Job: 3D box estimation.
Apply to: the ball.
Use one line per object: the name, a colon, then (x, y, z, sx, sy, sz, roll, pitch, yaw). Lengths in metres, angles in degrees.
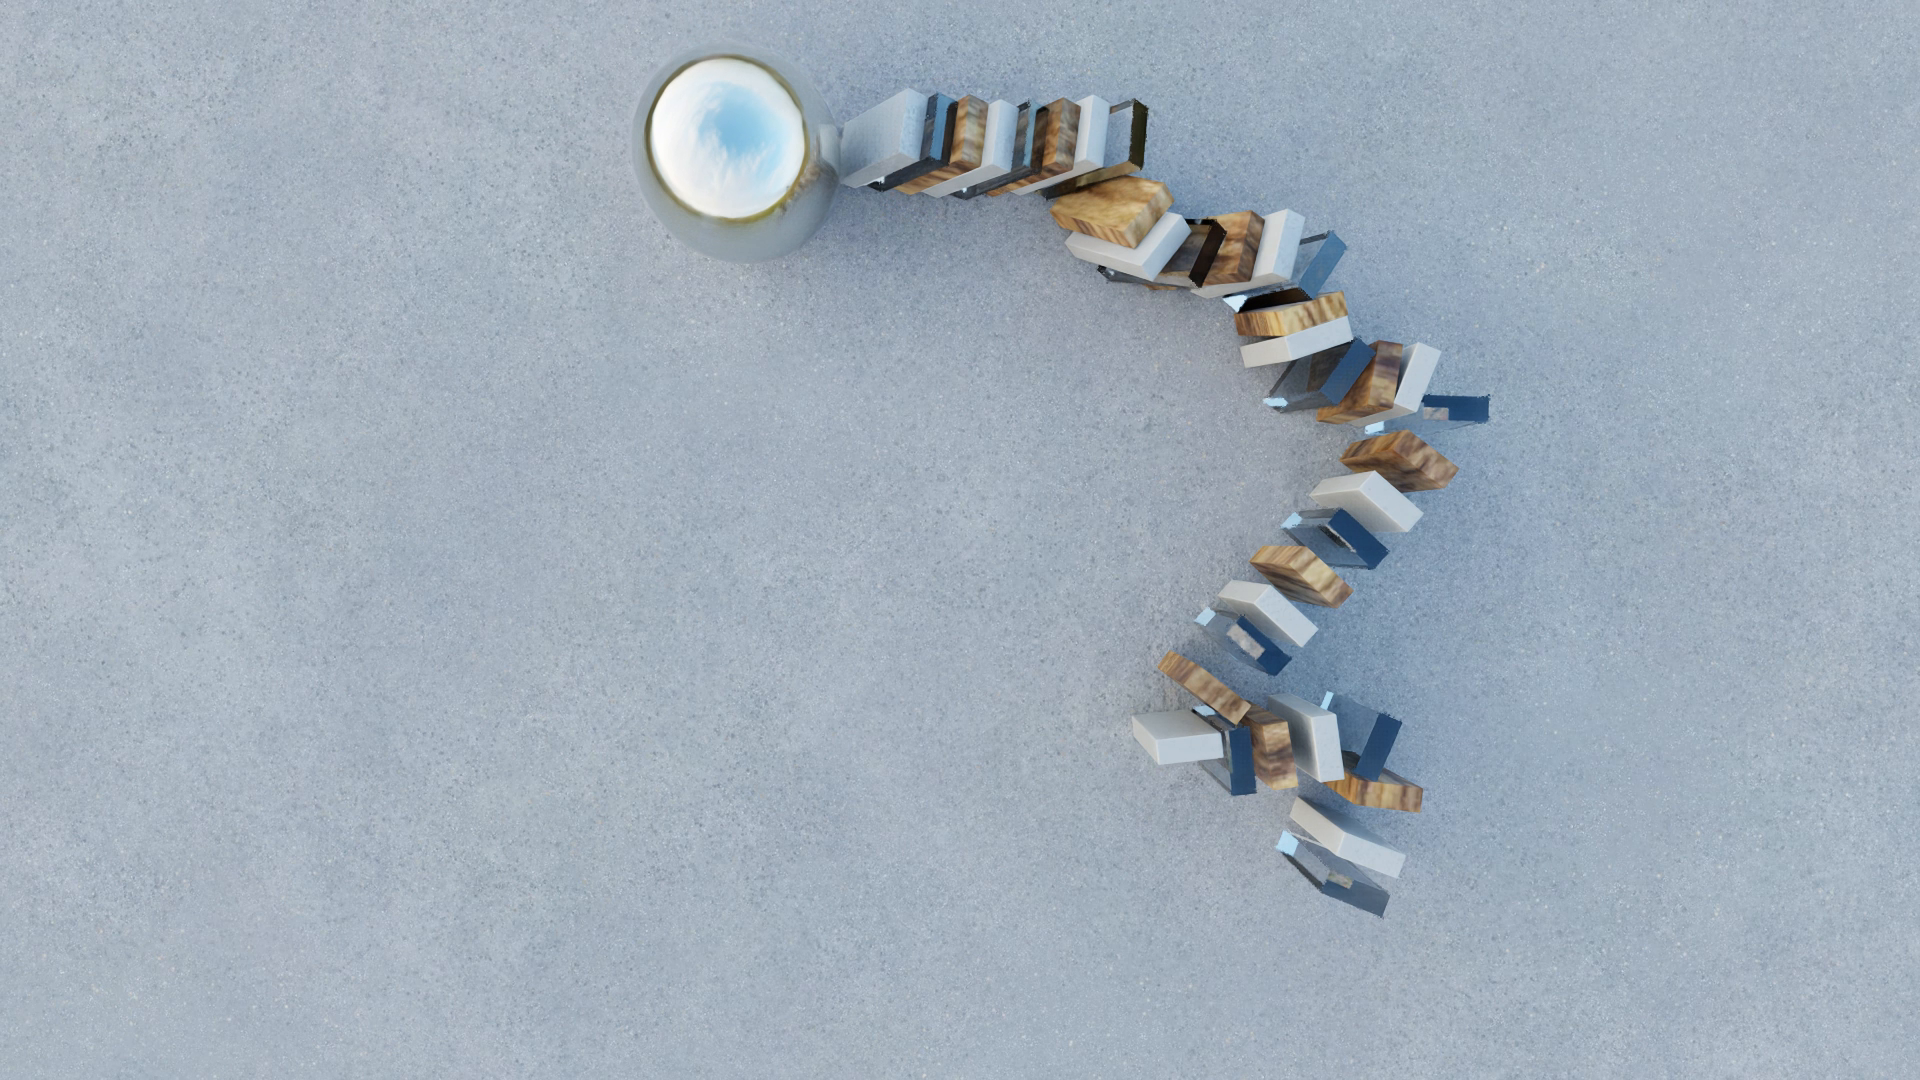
ball: (-0.087, -0.151, 0.360, 0.080, 0.080, 0.080, 0, 90, 0)

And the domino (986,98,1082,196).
domino: (0.027, -0.160, 0.377, 0.009, 0.050, 0.025, 7, 91, -37)

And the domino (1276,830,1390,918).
domino: (0.151, 0.135, 0.375, 0.025, 0.050, 0.009, 22, 90, 0)

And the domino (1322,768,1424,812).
domino: (0.164, 0.098, 0.375, 0.025, 0.050, 0.010, 7, 90, 0)

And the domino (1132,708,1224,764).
domino: (0.088, 0.080, 0.375, 0.025, 0.050, 0.009, -6, 90, 0)

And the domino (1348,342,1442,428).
domino: (0.175, -0.062, 0.375, 0.010, 0.050, 0.025, 22, 90, 0)

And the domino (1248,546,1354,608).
domino: (0.138, 0.014, 0.375, 0.025, 0.050, 0.010, 43, 90, 0)

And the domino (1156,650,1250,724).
domino: (0.099, 0.059, 0.375, 0.025, 0.050, 0.010, 38, 90, 0)

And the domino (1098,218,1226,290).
domino: (0.082, -0.119, 0.378, 0.010, 0.050, 0.025, 25, 90, -41)

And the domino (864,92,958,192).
domino: (-0.021, -0.163, 0.377, 0.009, 0.050, 0.025, 8, 90, -37)

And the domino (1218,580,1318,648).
domino: (0.125, 0.029, 0.375, 0.025, 0.050, 0.009, 42, 90, 0)

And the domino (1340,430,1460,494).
domino: (0.178, -0.031, 0.375, 0.025, 0.050, 0.010, 37, 90, 0)

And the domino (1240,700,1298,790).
domino: (0.122, 0.083, 0.375, 0.009, 0.050, 0.025, -10, 90, 0)

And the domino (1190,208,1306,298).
domino: (0.117, -0.116, 0.375, 0.010, 0.050, 0.025, 14, 90, -24)

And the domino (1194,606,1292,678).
domino: (0.114, 0.041, 0.375, 0.025, 0.050, 0.009, 42, 90, 0)

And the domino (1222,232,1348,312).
domino: (0.131, -0.108, 0.374, 0.010, 0.050, 0.025, 35, 87, -19)

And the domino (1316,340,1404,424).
domino: (0.162, -0.063, 0.375, 0.010, 0.050, 0.025, 9, 90, -1)

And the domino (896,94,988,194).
domino: (-0.009, -0.162, 0.377, 0.009, 0.050, 0.025, 7, 90, -37)

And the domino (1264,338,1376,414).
domino: (0.146, -0.066, 0.375, 0.010, 0.050, 0.025, 36, 90, -7)

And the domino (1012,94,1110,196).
domino: (0.039, -0.161, 0.377, 0.010, 0.050, 0.025, 7, 90, -37)

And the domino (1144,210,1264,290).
domino: (0.099, -0.118, 0.378, 0.010, 0.050, 0.025, 14, 90, -39)

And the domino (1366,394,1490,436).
domino: (0.190, -0.050, 0.375, 0.025, 0.050, 0.009, 2, 90, 0)

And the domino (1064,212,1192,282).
domino: (0.068, -0.125, 0.378, 0.025, 0.050, 0.010, -52, 132, 1)

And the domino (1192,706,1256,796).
domino: (0.107, 0.085, 0.375, 0.010, 0.050, 0.025, -6, 90, 0)

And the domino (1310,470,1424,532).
domino: (0.165, -0.015, 0.375, 0.025, 0.050, 0.009, 41, 90, 0)

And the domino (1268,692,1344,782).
domino: (0.141, 0.080, 0.375, 0.009, 0.050, 0.025, -8, 90, 0)

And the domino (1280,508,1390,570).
domino: (0.152, -0.001, 0.375, 0.025, 0.050, 0.010, 42, 90, 0)

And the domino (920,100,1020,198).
domino: (0.003, -0.160, 0.377, 0.010, 0.050, 0.025, 7, 91, -37)

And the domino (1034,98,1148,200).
domino: (0.053, -0.160, 0.378, 0.010, 0.050, 0.025, 7, 87, -42)

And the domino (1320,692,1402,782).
domino: (0.160, 0.079, 0.375, 0.010, 0.050, 0.025, 23, 90, 0)

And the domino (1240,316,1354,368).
domino: (0.136, -0.080, 0.375, 0.025, 0.050, 0.009, -18, 98, 0)

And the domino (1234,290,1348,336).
domino: (0.134, -0.092, 0.375, 0.025, 0.050, 0.010, -18, 103, 0)

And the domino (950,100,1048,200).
domino: (0.015, -0.159, 0.377, 0.010, 0.050, 0.025, 7, 90, -37)

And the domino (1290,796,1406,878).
domino: (0.157, 0.121, 0.375, 0.025, 0.050, 0.009, 21, 90, 0)

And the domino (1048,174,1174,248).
domino: (0.062, -0.138, 0.378, 0.025, 0.050, 0.010, -50, 132, 0)

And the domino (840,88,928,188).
domino: (-0.033, -0.164, 0.377, 0.010, 0.050, 0.025, 8, 90, -37)
